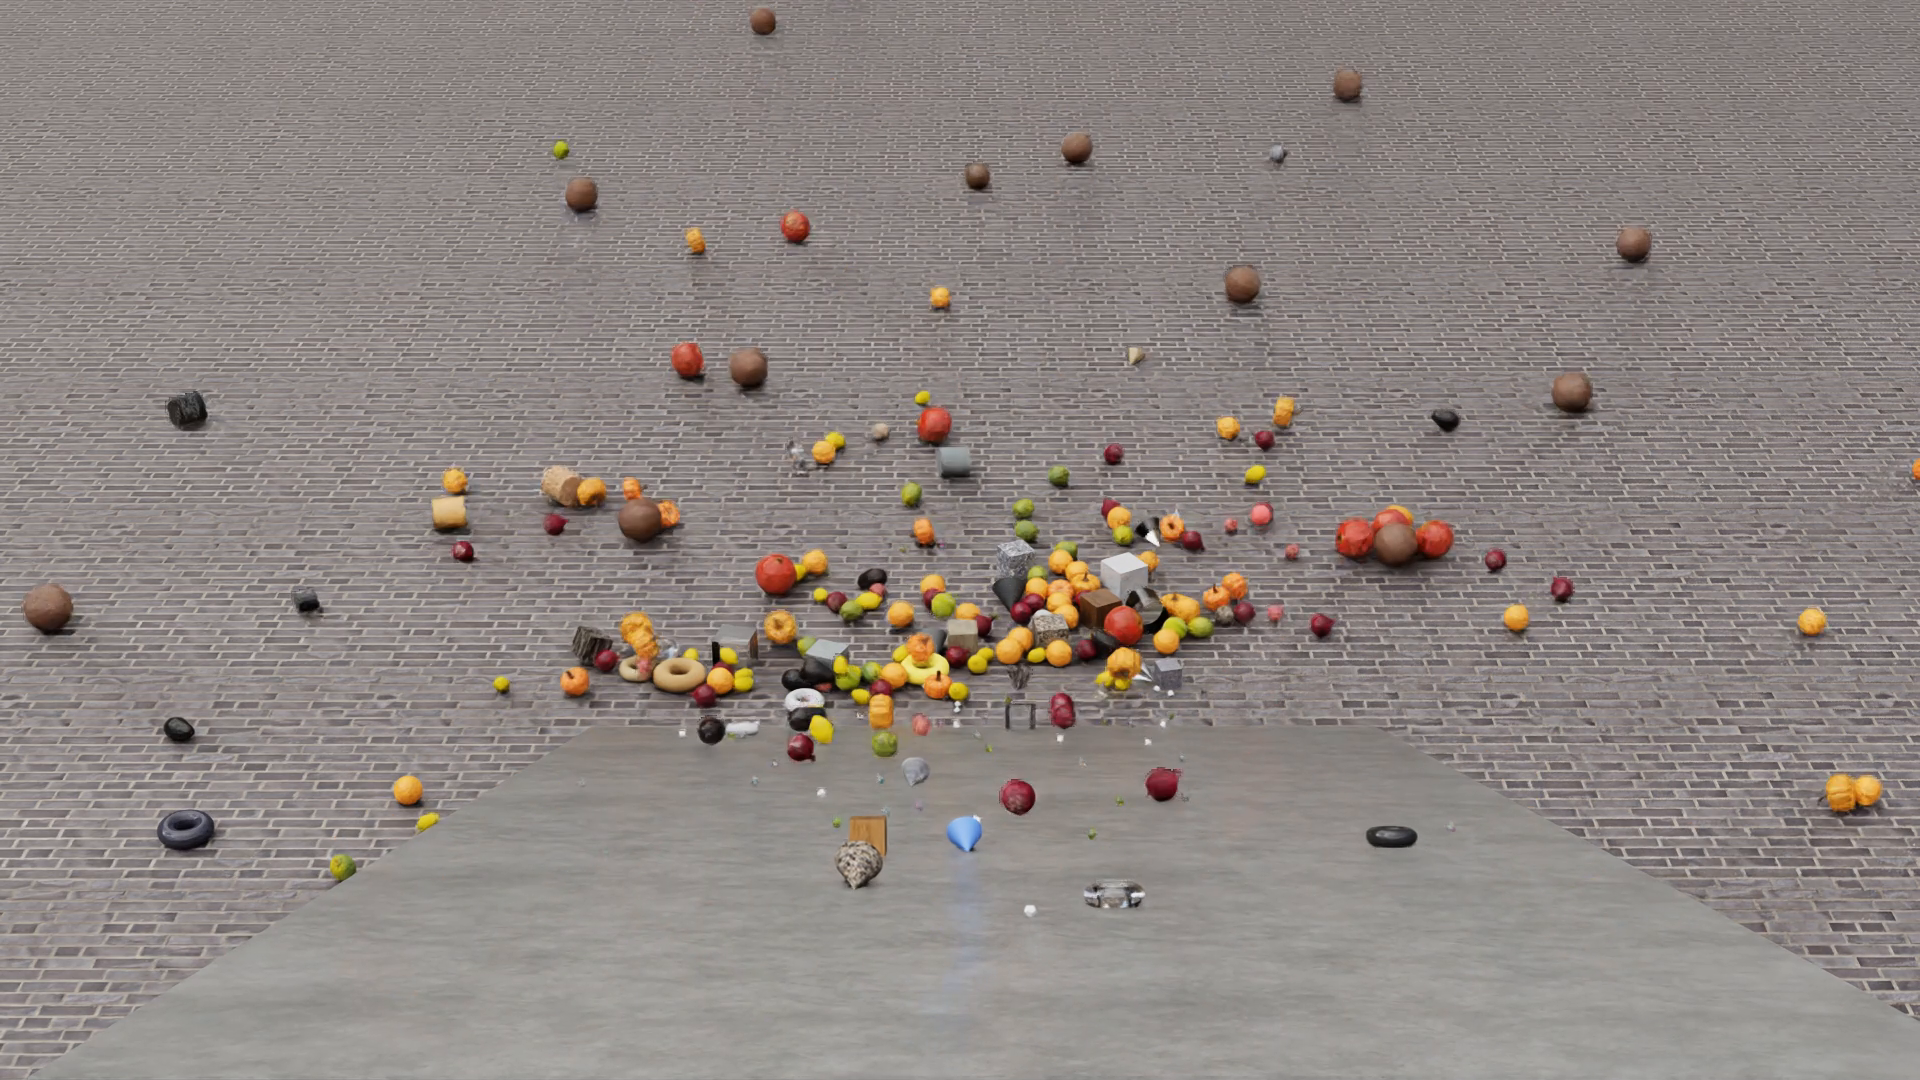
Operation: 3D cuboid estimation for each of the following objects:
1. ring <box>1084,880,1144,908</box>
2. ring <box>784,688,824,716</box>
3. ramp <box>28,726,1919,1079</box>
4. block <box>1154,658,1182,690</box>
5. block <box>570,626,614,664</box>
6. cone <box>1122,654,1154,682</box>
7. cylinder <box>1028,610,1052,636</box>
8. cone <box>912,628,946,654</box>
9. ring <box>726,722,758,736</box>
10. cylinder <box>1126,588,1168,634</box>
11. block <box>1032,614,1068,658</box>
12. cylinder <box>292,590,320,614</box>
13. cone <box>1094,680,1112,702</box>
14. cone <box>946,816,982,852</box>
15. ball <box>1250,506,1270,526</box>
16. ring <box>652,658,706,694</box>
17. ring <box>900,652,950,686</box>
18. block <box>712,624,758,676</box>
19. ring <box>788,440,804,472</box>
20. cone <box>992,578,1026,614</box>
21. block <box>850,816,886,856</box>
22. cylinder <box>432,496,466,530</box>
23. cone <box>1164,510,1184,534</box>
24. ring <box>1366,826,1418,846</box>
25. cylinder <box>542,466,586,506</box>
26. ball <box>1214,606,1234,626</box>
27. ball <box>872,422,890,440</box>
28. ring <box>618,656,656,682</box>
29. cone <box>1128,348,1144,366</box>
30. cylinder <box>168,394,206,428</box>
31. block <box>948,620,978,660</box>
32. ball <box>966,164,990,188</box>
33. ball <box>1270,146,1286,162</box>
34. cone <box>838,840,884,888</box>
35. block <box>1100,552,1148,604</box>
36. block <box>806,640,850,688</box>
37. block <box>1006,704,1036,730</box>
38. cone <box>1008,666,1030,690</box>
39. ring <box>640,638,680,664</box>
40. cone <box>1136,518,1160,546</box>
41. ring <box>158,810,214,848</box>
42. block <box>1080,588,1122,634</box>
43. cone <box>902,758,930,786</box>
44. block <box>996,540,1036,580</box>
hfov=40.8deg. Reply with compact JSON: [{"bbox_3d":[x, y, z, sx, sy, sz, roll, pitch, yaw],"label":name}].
[{"bbox_3d":[0.221,0.507,3.699,0.087,0.029,0.087,-1,1,0],"label":"ring"},{"bbox_3d":[-0.412,0.428,6.842,0.106,0.035,0.106,1,28,-1],"label":"ring"},{"bbox_3d":[0.062,0.557,4.595,2.000,0.100,4.000,0,1,0],"label":"ramp"},{"bbox_3d":[0.560,0.361,6.946,0.059,0.059,0.059,-7,28,-13],"label":"block"},{"bbox_3d":[-1.004,0.286,7.047,0.074,0.074,0.074,12,16,-38],"label":"block"},{"bbox_3d":[0.492,0.360,6.974,0.077,0.077,0.077,34,35,6],"label":"cone"},{"bbox_3d":[0.226,0.236,7.184,0.063,0.063,0.063,8,28,14],"label":"cylinder"},{"bbox_3d":[-0.077,0.305,7.072,0.095,0.095,0.095,-3,54,-7],"label":"cone"},{"bbox_3d":[-0.538,0.466,6.379,0.081,0.027,0.081,-1,2,0],"label":"ring"},{"bbox_3d":[0.523,0.197,7.222,0.095,0.095,0.095,-6,28,-12],"label":"cylinder"},{"bbox_3d":[0.248,0.263,7.105,0.086,0.086,0.086,-4,28,-8],"label":"block"},{"bbox_3d":[-1.850,0.173,7.305,0.055,0.055,0.055,-22,34,-25],"label":"cylinder"},{"bbox_3d":[0.381,0.394,6.889,0.052,0.052,0.052,0,27,0],"label":"cone"},{"bbox_3d":[0.010,0.499,4.267,0.060,0.060,0.060,-3,28,-5],"label":"cone"},{"bbox_3d":[0.903,-0.074,7.751,0.061,0.061,0.061,0,27,0],"label":"ball"},{"bbox_3d":[-0.755,0.364,6.951,0.146,0.049,0.146,1,27,-1],"label":"ring"},{"bbox_3d":[-0.096,0.348,6.985,0.137,0.046,0.137,-1,27,1],"label":"ring"},{"bbox_3d":[-0.611,0.300,7.021,0.098,0.098,0.098,6,28,11],"label":"block"},{"bbox_3d":[-0.512,-0.262,8.092,0.035,0.106,0.106,-13,30,-11],"label":"ring"},{"bbox_3d":[0.143,0.173,7.325,0.097,0.097,0.097,-2,54,-4],"label":"cone"},{"bbox_3d":[-0.150,0.484,4.230,0.058,0.058,0.058,0,1,0],"label":"block"},{"bbox_3d":[-1.536,-0.081,7.761,0.092,0.092,0.092,-7,28,-13],"label":"cylinder"},{"bbox_3d":[0.647,-0.061,7.746,0.063,0.063,0.063,5,20,-2],"label":"cone"},{"bbox_3d":[0.724,0.497,4.330,0.086,0.029,0.086,0,-1,0],"label":"ring"},{"bbox_3d":[-1.216,-0.164,7.917,0.098,0.098,0.098,-22,35,-36],"label":"cylinder"},{"bbox_3d":[0.742,0.212,7.238,0.055,0.055,0.055,0,27,0],"label":"ball"},{"bbox_3d":[-0.256,-0.350,8.322,0.056,0.056,0.056,0,27,0],"label":"ball"},{"bbox_3d":[-0.873,0.349,6.996,0.104,0.035,0.104,-1,28,0],"label":"ring"},{"bbox_3d":[0.595,-0.619,8.871,0.062,0.062,0.062,12,56,23],"label":"cone"},{"bbox_3d":[-2.519,-0.421,8.418,0.091,0.091,0.091,-19,33,-35],"label":"cylinder"},{"bbox_3d":[0.007,0.274,7.090,0.081,0.081,0.081,-1,27,-3],"label":"block"},{"bbox_3d":[0.071,-1.469,10.434,0.100,0.100,0.100,0,27,0],"label":"ball"},{"bbox_3d":[1.320,-1.602,10.720,0.071,0.071,0.071,0,27,0],"label":"ball"},{"bbox_3d":[-0.155,0.502,3.869,0.073,0.073,0.073,4,38,8],"label":"cone"},{"bbox_3d":[0.470,0.109,7.391,0.097,0.097,0.097,-16,31,-28],"label":"block"},{"bbox_3d":[-0.358,0.333,6.968,0.088,0.088,0.088,12,30,21],"label":"block"},{"bbox_3d":[0.154,0.446,6.524,0.061,0.061,0.061,0,1,16],"label":"block"},{"bbox_3d":[0.159,0.380,6.943,0.061,0.061,0.061,1,54,2],"label":"cone"},{"bbox_3d":[-0.823,0.303,7.083,0.107,0.036,0.107,0,27,0],"label":"ring"},{"bbox_3d":[0.577,-0.009,7.684,0.083,0.083,0.083,-13,57,-23],"label":"cone"},{"bbox_3d":[-1.889,0.705,6.298,0.136,0.045,0.136,1,28,-1],"label":"ring"},{"bbox_3d":[0.394,0.199,7.231,0.085,0.085,0.085,-15,31,-27],"label":"block"},{"bbox_3d":[-0.095,0.483,5.261,0.059,0.059,0.059,4,28,8],"label":"cone"},{"bbox_3d":[0.163,0.060,7.499,0.083,0.083,0.083,-13,30,-23],"label":"block"}]
